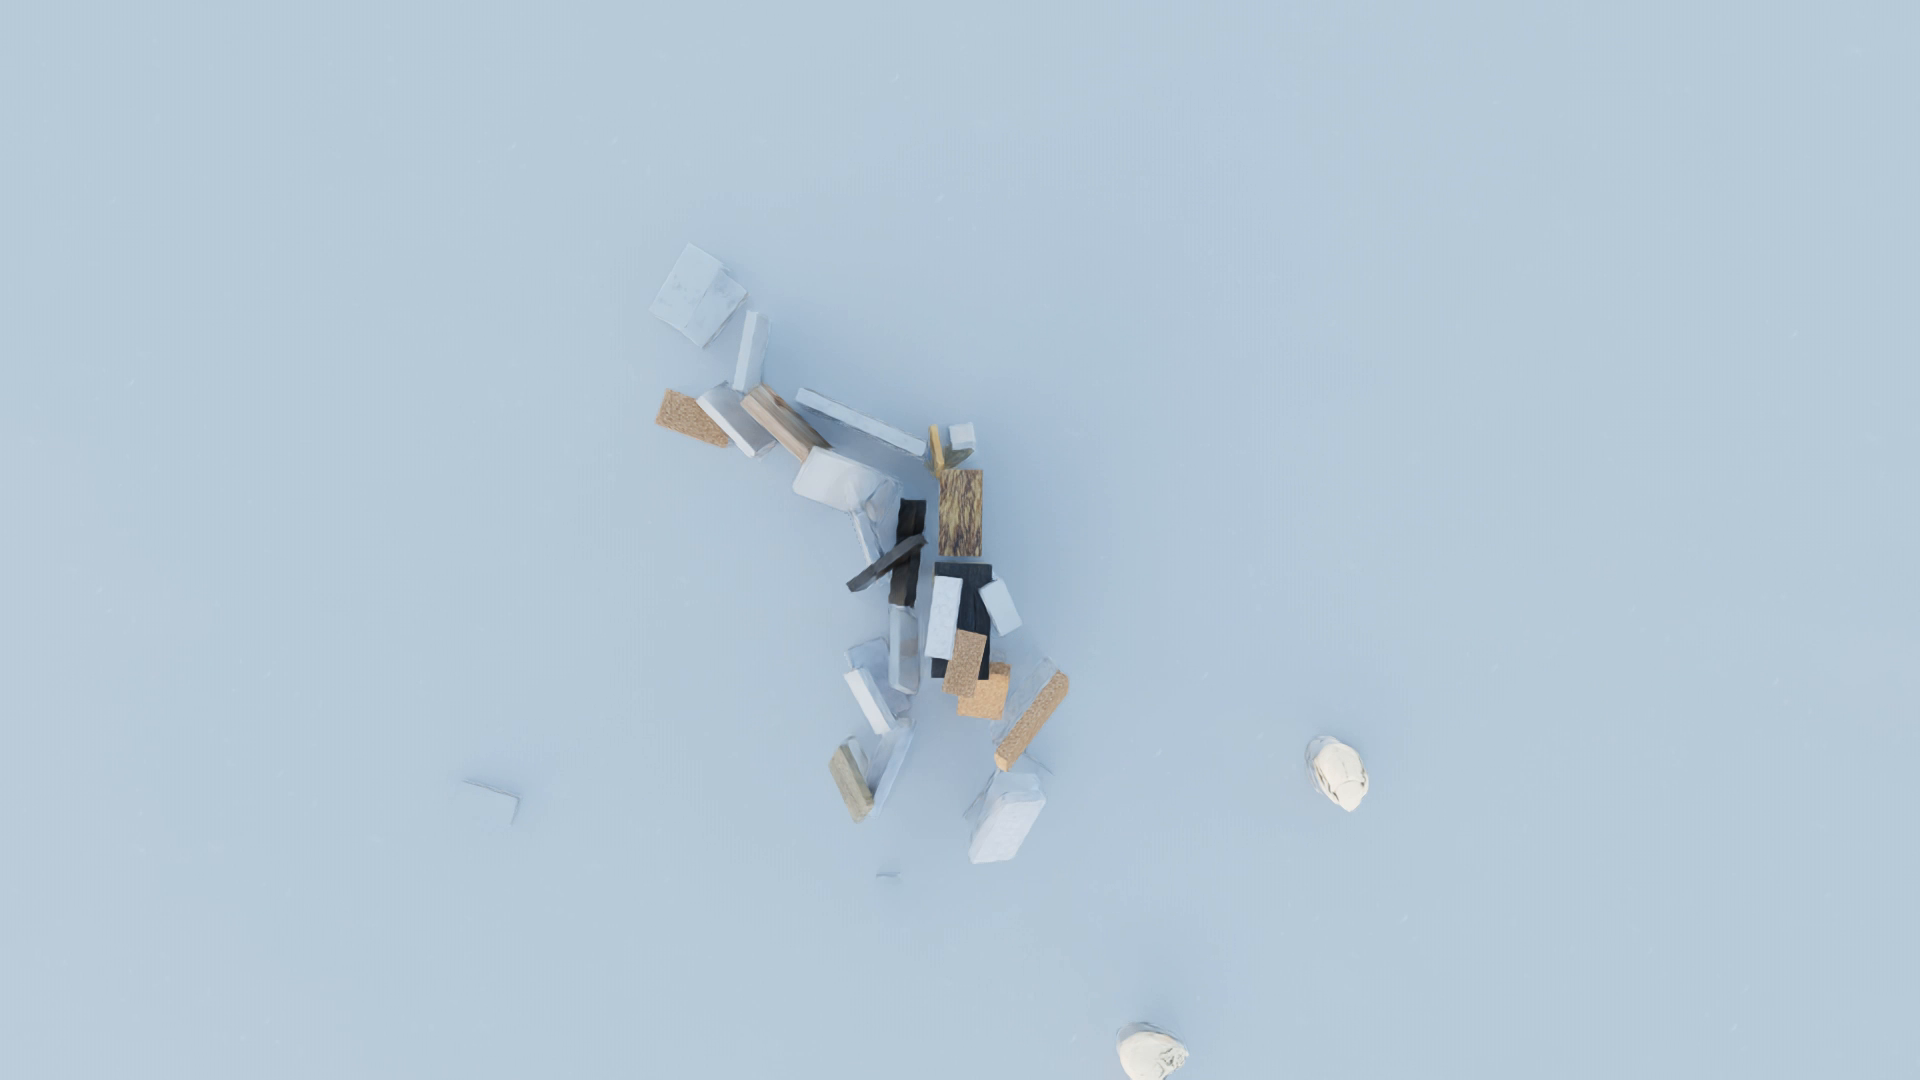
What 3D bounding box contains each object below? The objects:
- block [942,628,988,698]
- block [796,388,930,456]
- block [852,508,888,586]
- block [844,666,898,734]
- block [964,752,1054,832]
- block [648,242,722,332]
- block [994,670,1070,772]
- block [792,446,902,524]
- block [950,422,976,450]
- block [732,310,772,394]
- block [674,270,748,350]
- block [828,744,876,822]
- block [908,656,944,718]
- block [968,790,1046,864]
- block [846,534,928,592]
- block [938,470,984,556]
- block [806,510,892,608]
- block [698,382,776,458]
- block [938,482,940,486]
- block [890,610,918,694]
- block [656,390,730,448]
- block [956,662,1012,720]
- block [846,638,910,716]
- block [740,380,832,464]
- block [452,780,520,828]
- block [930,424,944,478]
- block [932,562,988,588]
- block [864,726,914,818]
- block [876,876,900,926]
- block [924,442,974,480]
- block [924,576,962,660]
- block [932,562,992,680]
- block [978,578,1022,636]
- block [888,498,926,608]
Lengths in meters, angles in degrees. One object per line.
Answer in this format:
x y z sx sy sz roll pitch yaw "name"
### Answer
0.013 0.381 5.078 0.099 0.028 0.199 13 90 0 "block"
-0.317 -0.389 5.418 0.451 0.159 0.045 24 95 0 "block"
-0.294 0.022 5.379 0.031 0.111 0.243 -19 100 -9 "block"
-0.287 0.515 5.293 0.031 0.111 0.222 -30 93 -30 "block"
0.162 0.853 5.479 0.149 0.042 0.299 38 90 0 "block"
-0.904 -0.834 5.435 0.130 0.037 0.259 31 90 -11 "block"
0.227 0.571 5.184 0.043 0.153 0.332 35 73 16 "block"
-0.368 -0.180 5.380 0.319 0.045 0.159 20 113 -28 "block"
0.008 -0.341 5.425 0.078 0.157 0.022 -8 117 0 "block"
-0.685 -0.614 5.433 0.037 0.130 0.259 11 90 13 "block"
-0.827 -0.766 5.483 0.122 0.034 0.243 39 90 0 "block"
-0.352 0.788 5.334 0.031 0.111 0.222 -7 57 -36 "block"
-0.096 0.484 5.486 0.099 0.028 0.199 27 90 0 "block"
0.151 0.927 5.333 0.153 0.043 0.306 0 133 -30 "block"
-0.233 0.075 5.256 0.265 0.122 0.034 -36 83 15 "block"
0.002 -0.086 5.206 0.136 0.039 0.273 1 90 0 "block"
-0.360 0.054 5.478 0.153 0.043 0.306 -34 90 0 "block"
-0.731 -0.396 5.430 0.259 0.130 0.037 46 132 3 "block"
0.001 -0.175 5.362 0.136 0.273 0.039 -2 96 0 "block"
-0.182 0.365 5.373 0.036 0.126 0.253 -10 68 26 "block"
-0.867 -0.398 5.433 0.243 0.034 0.121 20 90 -25 "block"
0.076 0.485 5.332 0.149 0.360 0.042 7 61 0 "block"
-0.270 0.462 5.450 0.126 0.036 0.253 -21 82 -12 "block"
-0.567 -0.374 5.397 0.319 0.159 0.045 43 114 -8 "block"
-1.577 0.877 5.486 0.199 0.028 0.099 17 90 0 "block"
-0.076 -0.292 5.425 0.022 0.078 0.157 -7 59 -7 "block"
0.004 0.113 5.320 0.178 0.356 0.050 0 94 0 "block"
-0.251 0.750 5.404 0.042 0.149 0.299 26 82 -20 "block"
-0.240 1.202 5.488 0.081 0.023 0.163 0 90 0 "block"
-0.035 -0.273 5.466 0.157 0.022 0.078 -38 50 0 "block"
-0.050 0.237 5.065 0.081 0.023 0.250 7 89 20 "block"
0.006 0.251 5.117 0.178 0.050 0.356 2 90 0 "block"
0.124 0.206 5.091 0.081 0.023 0.163 -29 102 -21 "block"
-0.172 0.041 5.402 0.036 0.126 0.348 7 89 -27 "block"
